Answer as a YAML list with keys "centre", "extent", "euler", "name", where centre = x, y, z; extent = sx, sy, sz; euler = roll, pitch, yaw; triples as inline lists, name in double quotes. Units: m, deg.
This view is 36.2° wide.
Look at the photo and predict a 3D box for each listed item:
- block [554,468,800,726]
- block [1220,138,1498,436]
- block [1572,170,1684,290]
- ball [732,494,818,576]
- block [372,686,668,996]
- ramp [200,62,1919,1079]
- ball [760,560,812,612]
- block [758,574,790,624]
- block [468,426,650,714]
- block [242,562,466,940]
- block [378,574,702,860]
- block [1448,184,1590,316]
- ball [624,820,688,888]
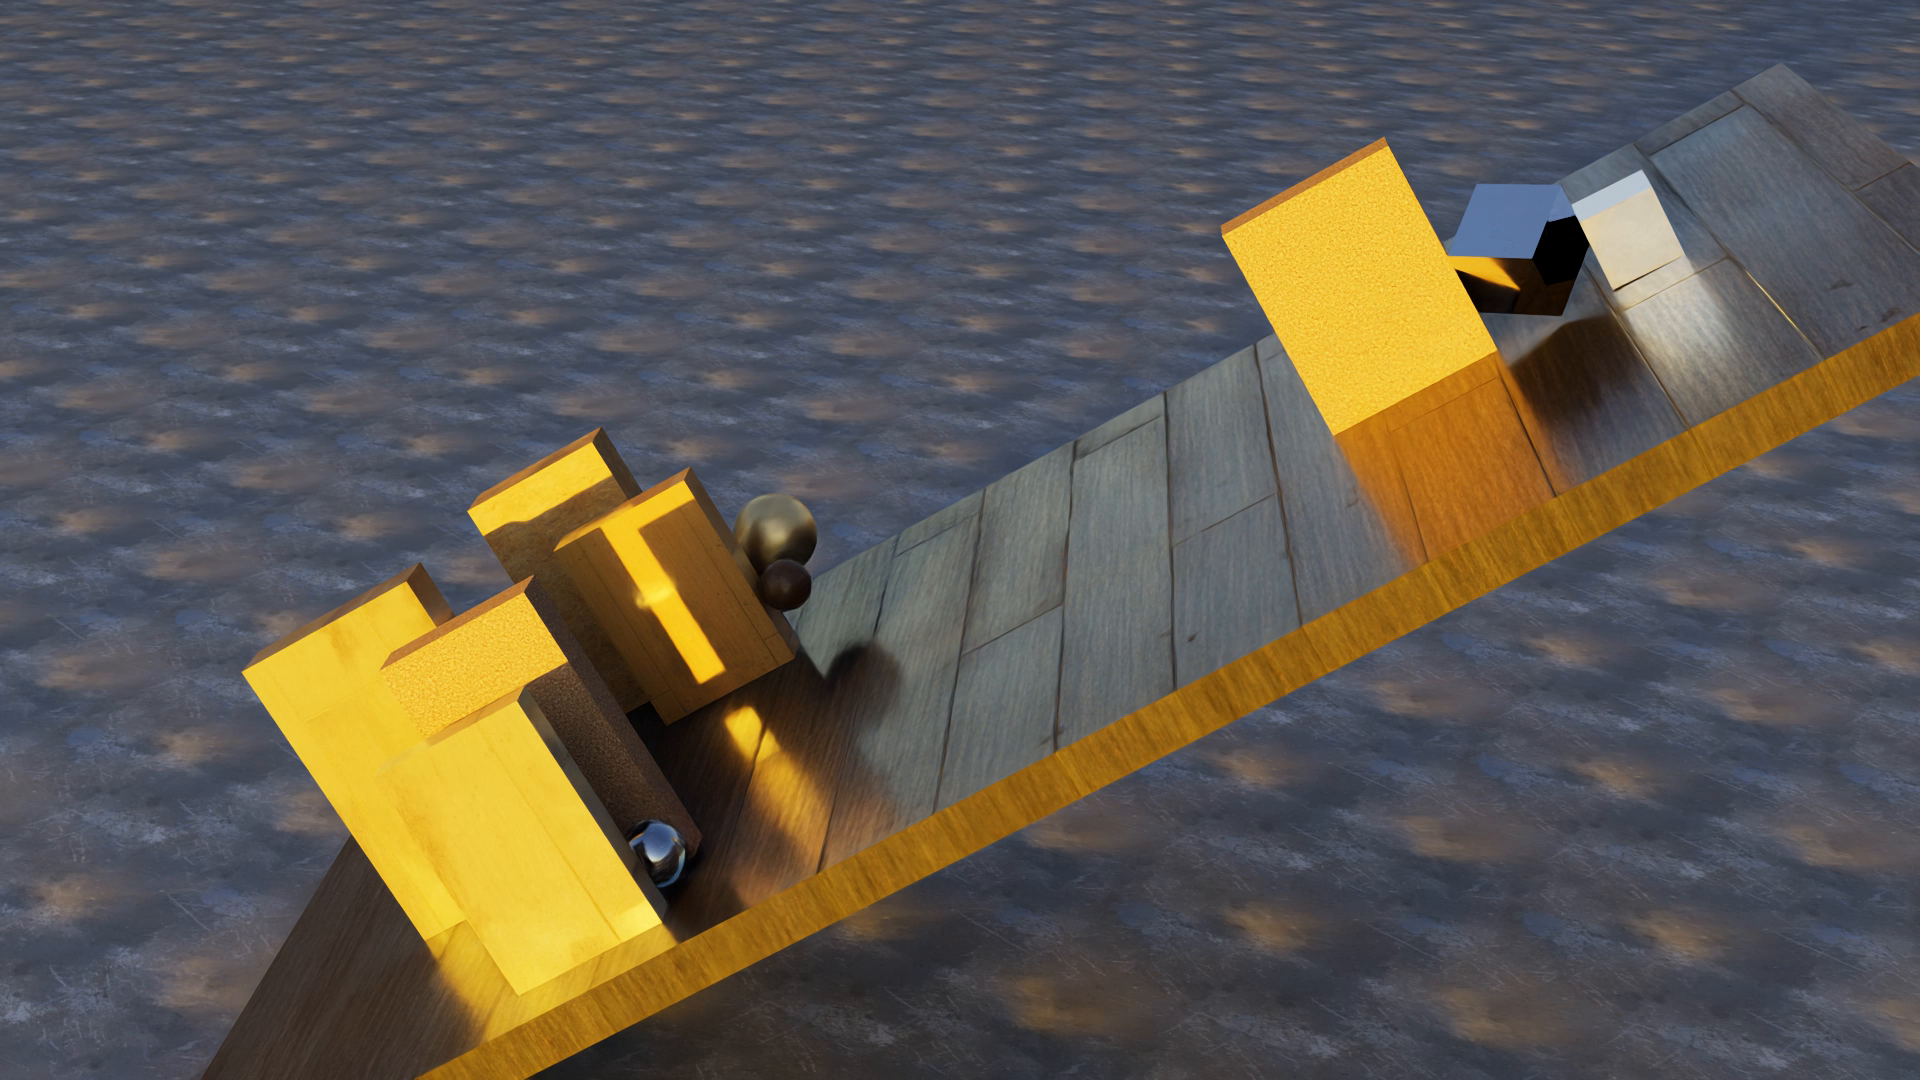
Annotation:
- centre: [-0.652, 0.132, 6.810]
  extent: [0.351, 0.491, 0.110]
  euler: [-28, 15, 12]
  name: "block"
- centre: [0.819, -0.519, 6.045]
  extent: [0.377, 0.483, 0.100]
  euler: [-28, 15, 12]
  name: "block"
- centre: [1.359, -0.632, 5.989]
  extent: [0.158, 0.158, 0.158]
  euler: [-26, 15, 14]
  name: "block"
- centre: [-0.439, -0.010, 6.981]
  extent: [0.200, 0.200, 0.200]
  euler: [0, 18, 0]
  name: "ball"
- centre: [-0.840, 0.579, 5.632]
  extent: [0.329, 0.518, 0.080]
  euler: [-28, 15, 12]
  name: "block"
- centre: [0.142, 0.168, 6.284]
  extent: [4.000, 0.100, 2.000]
  euler: [-28, 15, 12]
  name: "ramp"
- centre: [-0.402, 0.104, 6.780]
  extent: [0.120, 0.120, 0.120]
  euler: [0, 18, 0]
  name: "ball"
- centre: [-0.541, 0.201, 7.019]
  extent: [0.162, 0.162, 0.162]
  euler: [-20, 18, 37]
  name: "block"
- centre: [-0.862, 0.088, 7.116]
  extent: [0.353, 0.623, 0.134]
  euler: [-28, 15, 12]
  name: "block"
- centre: [-1.149, 0.456, 6.285]
  extent: [0.418, 0.708, 0.125]
  euler: [-28, 15, 12]
  name: "block"
- centre: [-0.834, 0.429, 5.879]
  extent: [0.342, 0.639, 0.107]
  euler: [-28, 15, 12]
  name: "block"
- centre: [1.139, -0.591, 5.991]
  extent: [0.187, 0.187, 0.187]
  euler: [6, 60, 37]
  name: "block"
- centre: [-0.602, 0.619, 5.793]
  extent: [0.135, 0.135, 0.135]
  euler: [0, 18, 0]
  name: "ball"
